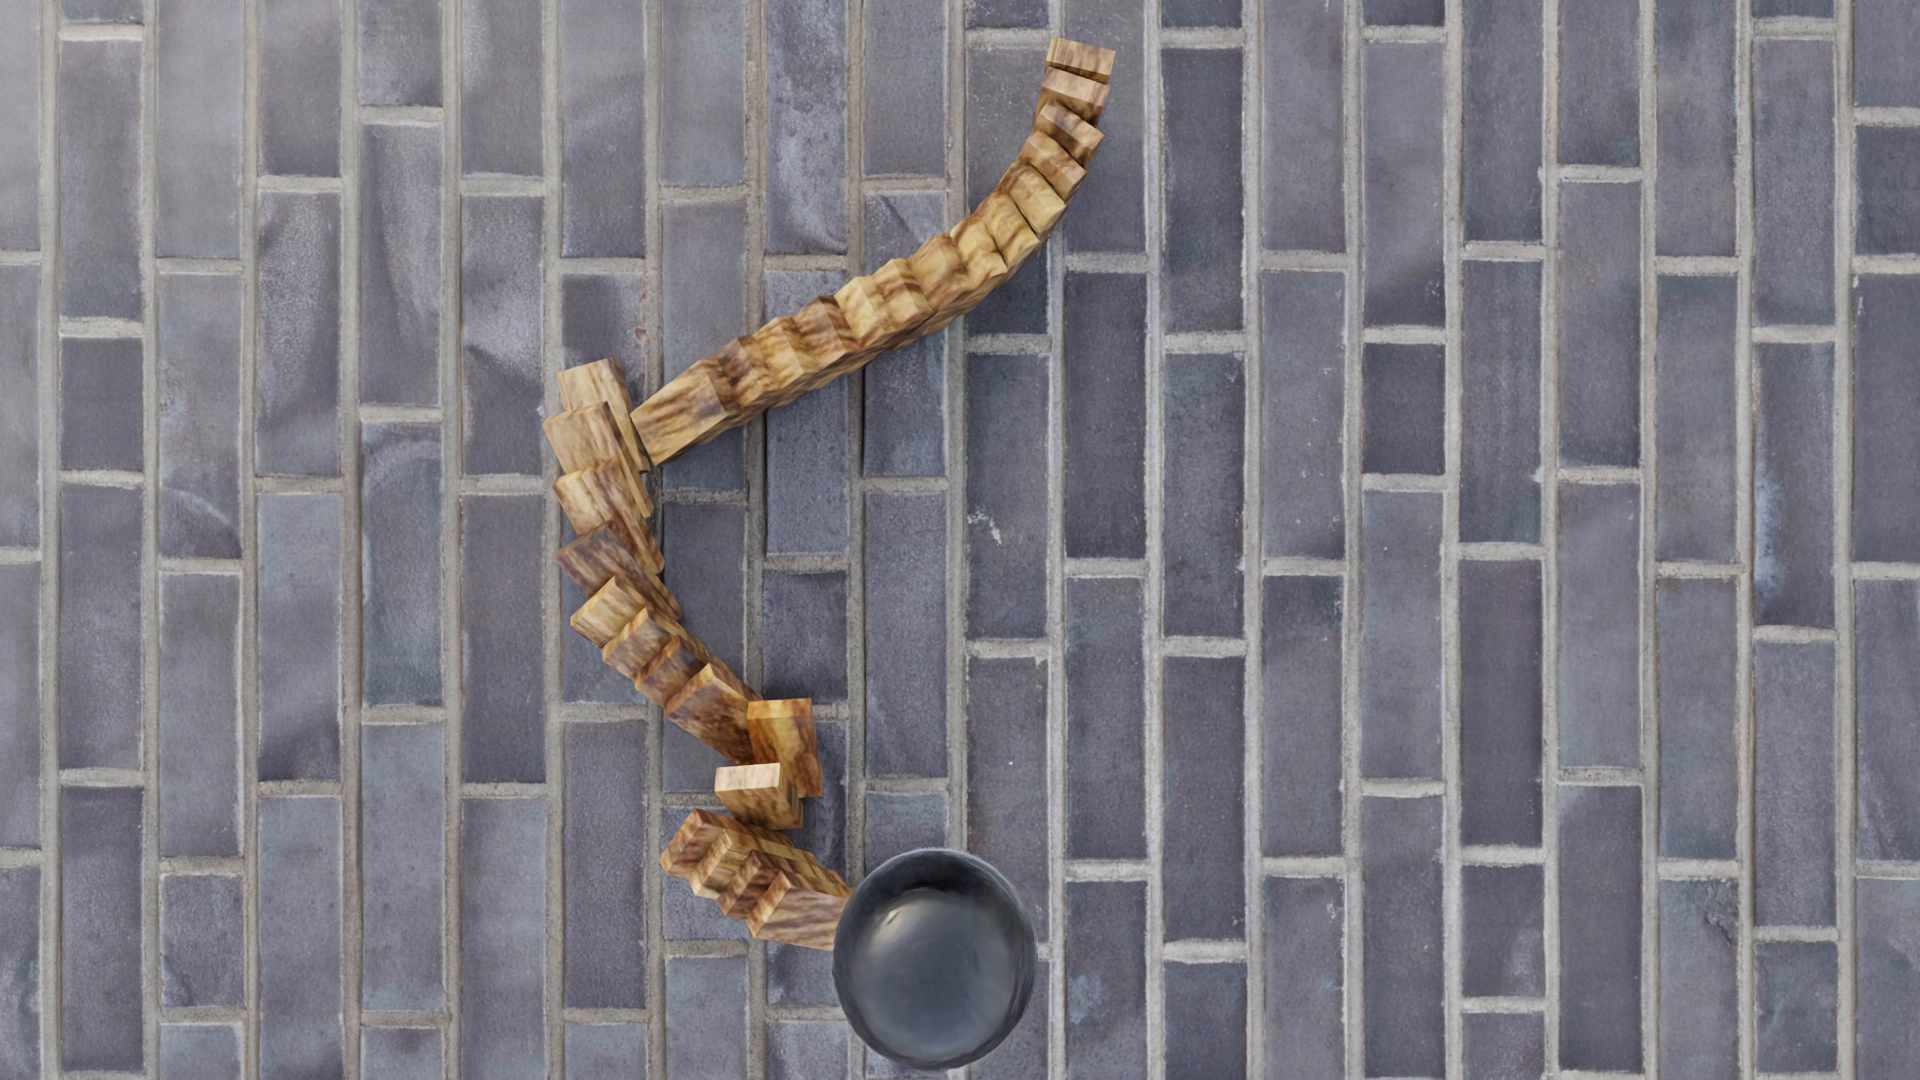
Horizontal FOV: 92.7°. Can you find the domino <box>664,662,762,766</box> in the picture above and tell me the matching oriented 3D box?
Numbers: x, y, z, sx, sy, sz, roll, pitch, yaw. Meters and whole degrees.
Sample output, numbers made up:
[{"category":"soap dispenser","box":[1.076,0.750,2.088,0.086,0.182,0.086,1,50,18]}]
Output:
[{"category":"domino","box":[-0.095,0.075,0.382,0.025,0.009,0.050,-43,126,0]}]

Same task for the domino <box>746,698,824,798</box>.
[{"category":"domino","box":[-0.072,0.087,0.381,0.025,0.010,0.050,-3,126,-3]}]

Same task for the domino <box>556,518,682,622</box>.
[{"category":"domino","box":[-0.142,0.019,0.385,0.025,0.010,0.050,-31,116,0]}]

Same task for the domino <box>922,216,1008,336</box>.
[{"category":"domino","box":[-0.004,-0.108,0.378,0.009,0.050,0.025,-28,90,-42]}]

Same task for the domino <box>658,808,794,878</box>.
[{"category":"domino","box":[-0.096,0.130,0.380,0.050,0.009,0.025,35,90,-42]}]

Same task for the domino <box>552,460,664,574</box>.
[{"category":"domino","box":[-0.147,-0.006,0.384,0.025,0.010,0.050,-17,117,1]}]

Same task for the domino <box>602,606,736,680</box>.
[{"category":"domino","box":[-0.120,0.052,0.382,0.025,0.010,0.050,-44,124,0]}]

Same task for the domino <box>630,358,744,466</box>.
[{"category":"domino","box":[-0.115,-0.053,0.382,0.050,0.009,0.025,-25,91,33]}]

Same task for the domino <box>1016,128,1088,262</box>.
[{"category":"domino","box":[0.030,-0.140,0.376,0.025,0.050,0.009,43,63,0]}]

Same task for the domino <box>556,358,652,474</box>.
[{"category":"domino","box":[-0.154,-0.051,0.395,0.025,0.010,0.050,-16,90,0]}]

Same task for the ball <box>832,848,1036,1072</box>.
[{"category":"ball","box":[-0.010,0.163,0.360,0.080,0.080,0.080,0,90,0]}]

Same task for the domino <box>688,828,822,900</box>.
[{"category":"domino","box":[-0.084,0.138,0.380,0.050,0.010,0.025,35,90,-42]}]

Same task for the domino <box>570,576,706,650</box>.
[{"category":"domino","box":[-0.134,0.040,0.383,0.025,0.010,0.050,-44,120,0]}]

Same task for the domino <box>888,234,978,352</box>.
[{"category":"domino","box":[-0.017,-0.101,0.379,0.010,0.050,0.025,-27,90,-44]}]

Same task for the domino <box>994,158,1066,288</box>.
[{"category":"domino","box":[0.021,-0.129,0.376,0.010,0.050,0.025,-40,90,-31]}]

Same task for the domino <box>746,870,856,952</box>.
[{"category":"domino","box":[-0.061,0.155,0.380,0.050,0.009,0.025,35,90,-42]}]

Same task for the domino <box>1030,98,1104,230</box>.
[{"category":"domino","box":[0.038,-0.152,0.375,0.025,0.050,0.009,35,69,0]}]

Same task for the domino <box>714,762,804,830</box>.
[{"category":"domino","box":[-0.082,0.107,0.377,0.025,0.050,0.010,-5,55,0]}]

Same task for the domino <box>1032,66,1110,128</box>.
[{"category":"domino","box":[0.043,-0.168,0.375,0.025,0.050,0.010,18,77,0]}]

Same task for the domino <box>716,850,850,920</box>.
[{"category":"domino","box":[-0.073,0.146,0.380,0.050,0.010,0.025,35,90,-42]}]

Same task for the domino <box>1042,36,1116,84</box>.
[{"category":"domino","box":[0.046,-0.185,0.375,0.025,0.050,0.009,13,90,0]}]

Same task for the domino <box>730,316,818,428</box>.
[{"category":"domino","box":[-0.084,-0.069,0.383,0.050,0.010,0.025,-27,90,33]}]

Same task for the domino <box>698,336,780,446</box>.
[{"category":"domino","box":[-0.100,-0.062,0.383,0.050,0.009,0.025,-27,90,33]}]

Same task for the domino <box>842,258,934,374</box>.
[{"category":"domino","box":[-0.037,-0.092,0.381,0.050,0.010,0.025,-27,90,37]}]

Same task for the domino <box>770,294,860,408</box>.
[{"category":"domino","box":[-0.066,-0.078,0.382,0.050,0.010,0.025,-27,90,36]}]

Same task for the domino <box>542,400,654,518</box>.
[{"category":"domino","box":[-0.150,-0.030,0.383,0.025,0.010,0.050,-16,117,0]}]

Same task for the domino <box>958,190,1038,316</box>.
[{"category":"domino","box":[0.008,-0.117,0.377,0.009,0.050,0.025,-33,90,-38]}]

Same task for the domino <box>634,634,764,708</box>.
[{"category":"domino","box":[-0.108,0.064,0.382,0.025,0.009,0.050,-43,124,0]}]

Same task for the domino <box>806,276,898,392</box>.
[{"category":"domino","box":[-0.051,-0.085,0.381,0.050,0.010,0.025,-27,90,37]}]
